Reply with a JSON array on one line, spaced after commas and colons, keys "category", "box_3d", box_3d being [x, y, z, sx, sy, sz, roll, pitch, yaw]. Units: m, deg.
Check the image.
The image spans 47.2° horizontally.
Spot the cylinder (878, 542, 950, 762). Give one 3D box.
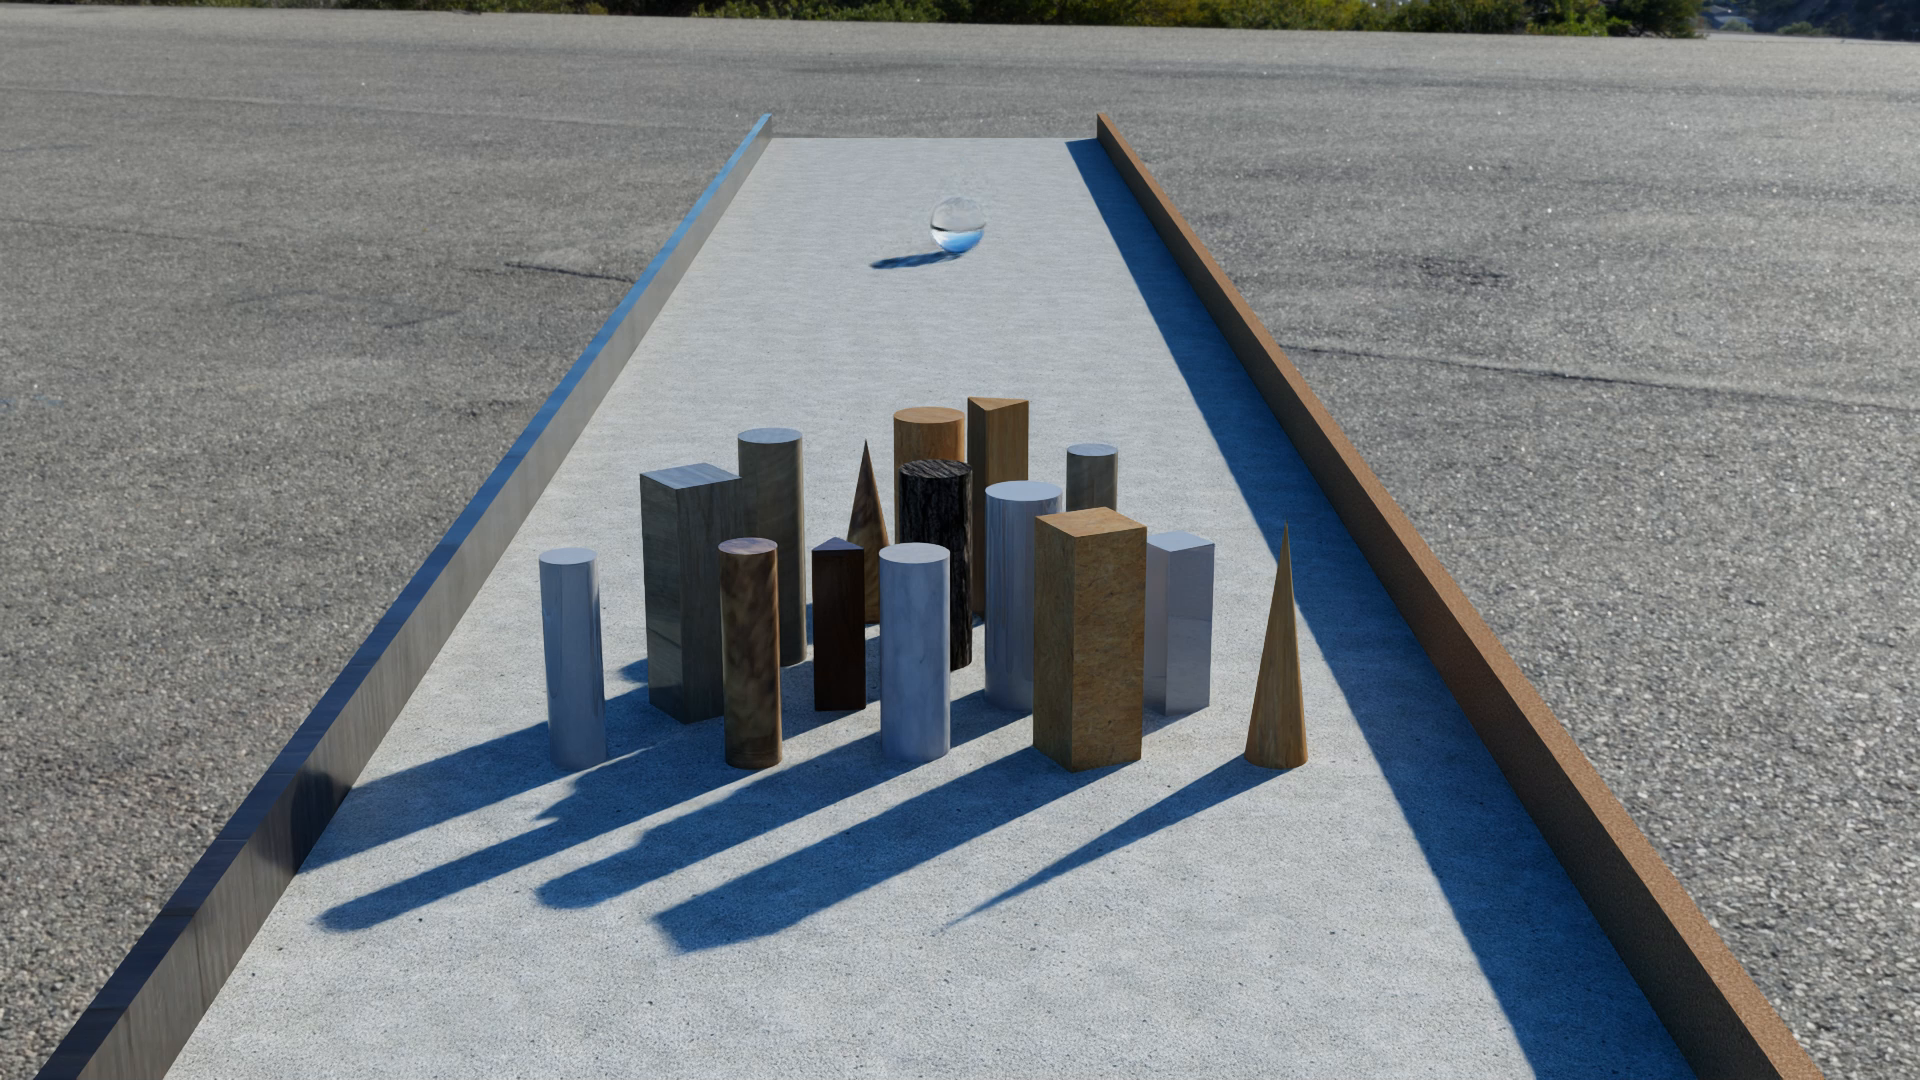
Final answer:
[{"category": "cylinder", "box_3d": [-0.080, 0.199, 3.908, 0.125, 0.369, 0.125, 0, 17, 0]}]

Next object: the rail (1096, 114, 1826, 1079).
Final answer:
[{"category": "rail", "box_3d": [0.932, -0.844, 7.801, 0.050, 0.150, 12.000, 0, 17, -1]}]

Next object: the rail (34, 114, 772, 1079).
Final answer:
[{"category": "rail", "box_3d": [-1.118, -0.838, 7.780, 0.050, 0.150, 12.000, 0, 17, -1]}]

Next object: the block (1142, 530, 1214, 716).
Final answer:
[{"category": "block", "box_3d": [0.401, 0.156, 4.136, 0.104, 0.323, 0.104, -10, 19, -31]}]

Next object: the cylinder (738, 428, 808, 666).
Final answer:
[{"category": "cylinder", "box_3d": [-0.372, 0.015, 4.372, 0.128, 0.459, 0.128, 0, 17, 0]}]

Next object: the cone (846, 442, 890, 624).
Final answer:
[{"category": "cone", "box_3d": [-0.196, -0.030, 4.652, 0.154, 0.385, 0.154, 0, 17, 0]}]

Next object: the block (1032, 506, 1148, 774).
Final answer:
[{"category": "block", "box_3d": [0.227, 0.175, 3.882, 0.142, 0.431, 0.142, -8, 18, -26]}]

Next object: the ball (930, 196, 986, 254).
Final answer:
[{"category": "ball", "box_3d": [-0.010, -1.329, 9.283, 0.235, 0.235, 0.235, 0, 17, 0]}]

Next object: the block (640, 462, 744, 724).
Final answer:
[{"category": "block", "box_3d": [-0.494, 0.098, 4.103, 0.138, 0.452, 0.138, -12, 20, -34]}]

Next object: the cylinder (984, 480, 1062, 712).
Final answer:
[{"category": "cylinder", "box_3d": [0.119, 0.105, 4.153, 0.144, 0.411, 0.144, 0, 17, 0]}]

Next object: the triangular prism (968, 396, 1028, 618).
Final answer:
[{"category": "triangular prism", "box_3d": [0.059, -0.071, 4.662, 0.112, 0.458, 0.129, 15, 22, 41]}]

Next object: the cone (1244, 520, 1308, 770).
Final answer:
[{"category": "cone", "box_3d": [0.564, 0.173, 3.861, 0.113, 0.447, 0.113, 0, 17, 0]}]

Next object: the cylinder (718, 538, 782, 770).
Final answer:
[{"category": "cylinder", "box_3d": [-0.367, 0.200, 3.860, 0.102, 0.396, 0.102, 0, 17, 0]}]

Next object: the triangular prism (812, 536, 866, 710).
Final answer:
[{"category": "triangular prism", "box_3d": [-0.230, 0.157, 4.143, 0.095, 0.316, 0.083, -2, 17, -6]}]

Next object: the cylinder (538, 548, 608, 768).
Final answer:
[{"category": "cylinder", "box_3d": [-0.680, 0.207, 3.870, 0.101, 0.376, 0.101, 0, 17, 0]}]

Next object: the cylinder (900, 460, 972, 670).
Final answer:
[{"category": "cylinder", "box_3d": [-0.048, 0.050, 4.362, 0.144, 0.397, 0.144, 0, 17, 0]}]

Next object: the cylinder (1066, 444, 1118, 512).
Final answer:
[{"category": "cylinder", "box_3d": [0.259, 0.032, 4.358, 0.100, 0.434, 0.100, 0, 17, 0]}]

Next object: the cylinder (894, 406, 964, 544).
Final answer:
[{"category": "cylinder", "box_3d": [-0.068, -0.093, 4.878, 0.157, 0.378, 0.157, 0, 17, 0]}]
